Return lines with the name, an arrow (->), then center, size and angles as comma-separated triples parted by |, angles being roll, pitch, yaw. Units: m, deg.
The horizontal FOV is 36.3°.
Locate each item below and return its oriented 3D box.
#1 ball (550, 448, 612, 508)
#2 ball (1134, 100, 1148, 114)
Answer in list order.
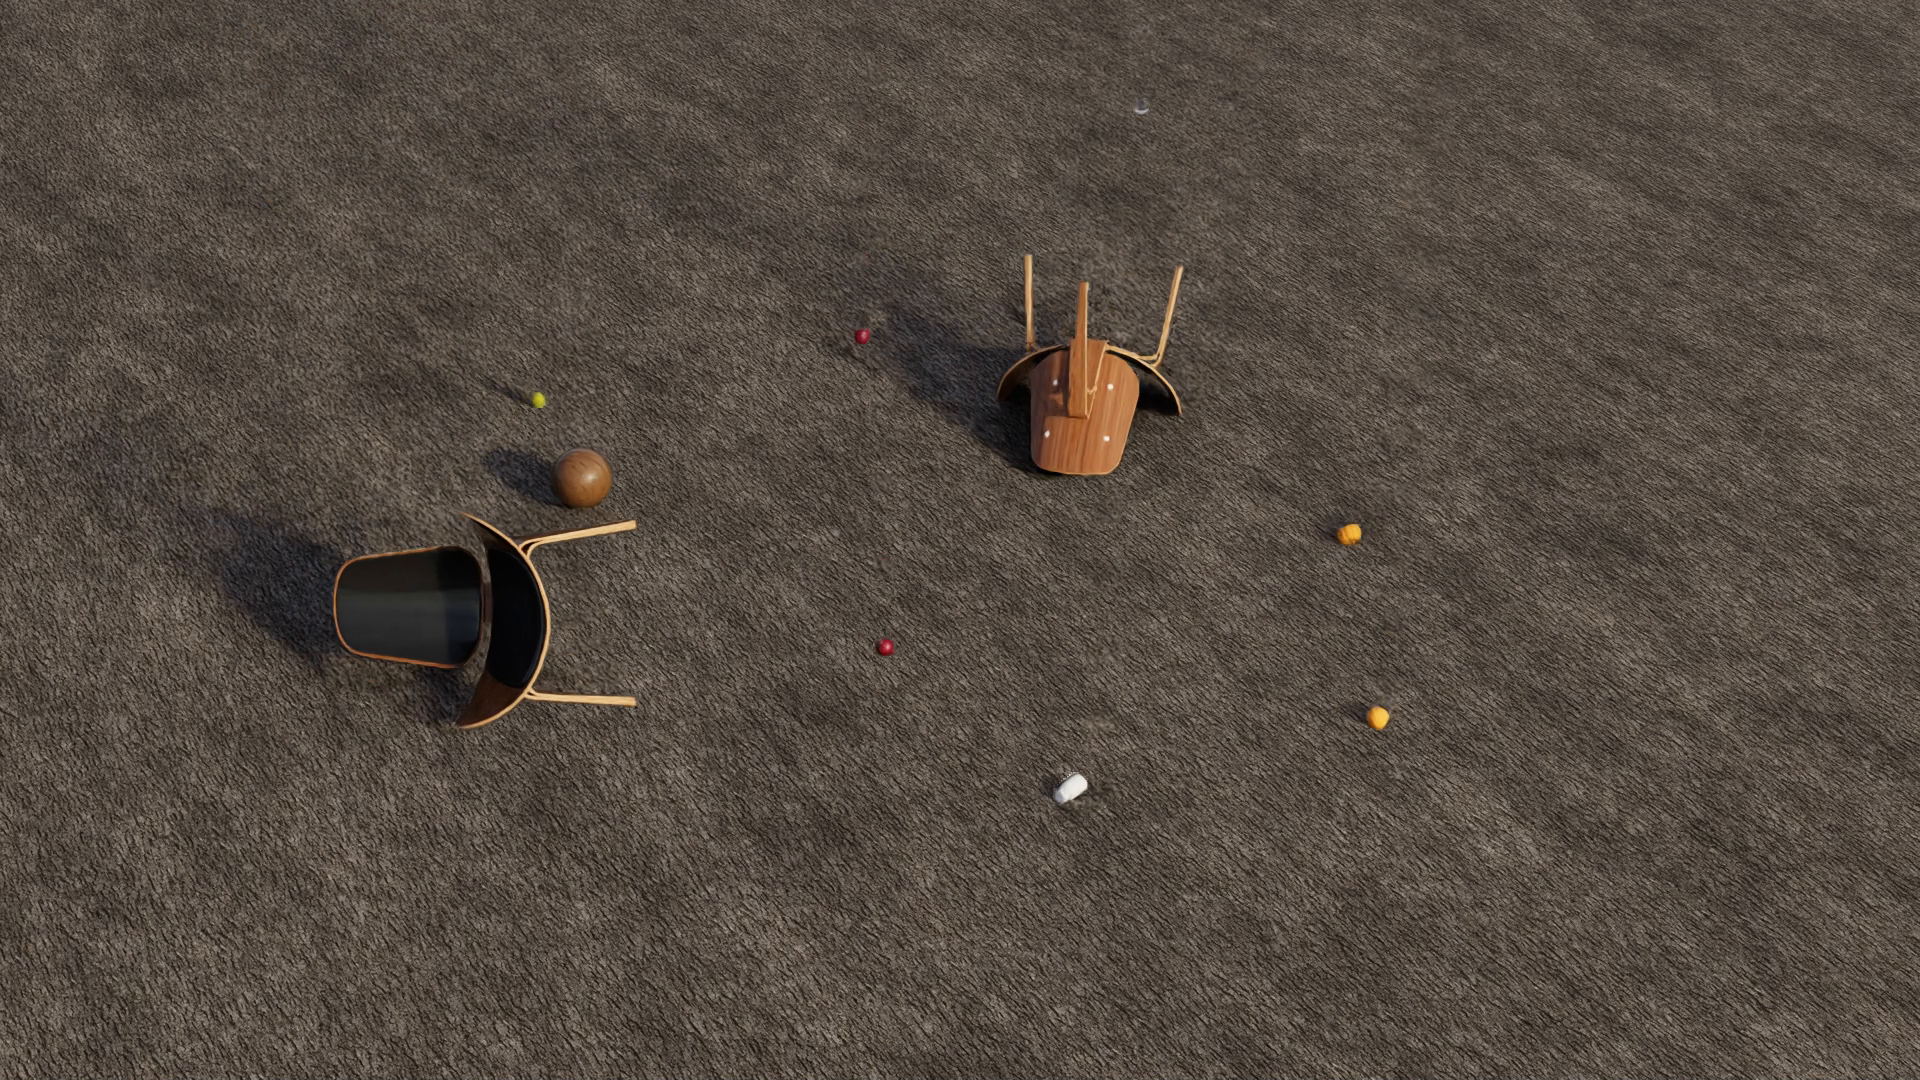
ball -> -1.432, -0.235, 11.089 | 0.232, 0.232, 0.232 | 0, 33, 0
ball -> 0.789, -1.881, 12.742 | 0.064, 0.064, 0.064 | 0, 33, 0
